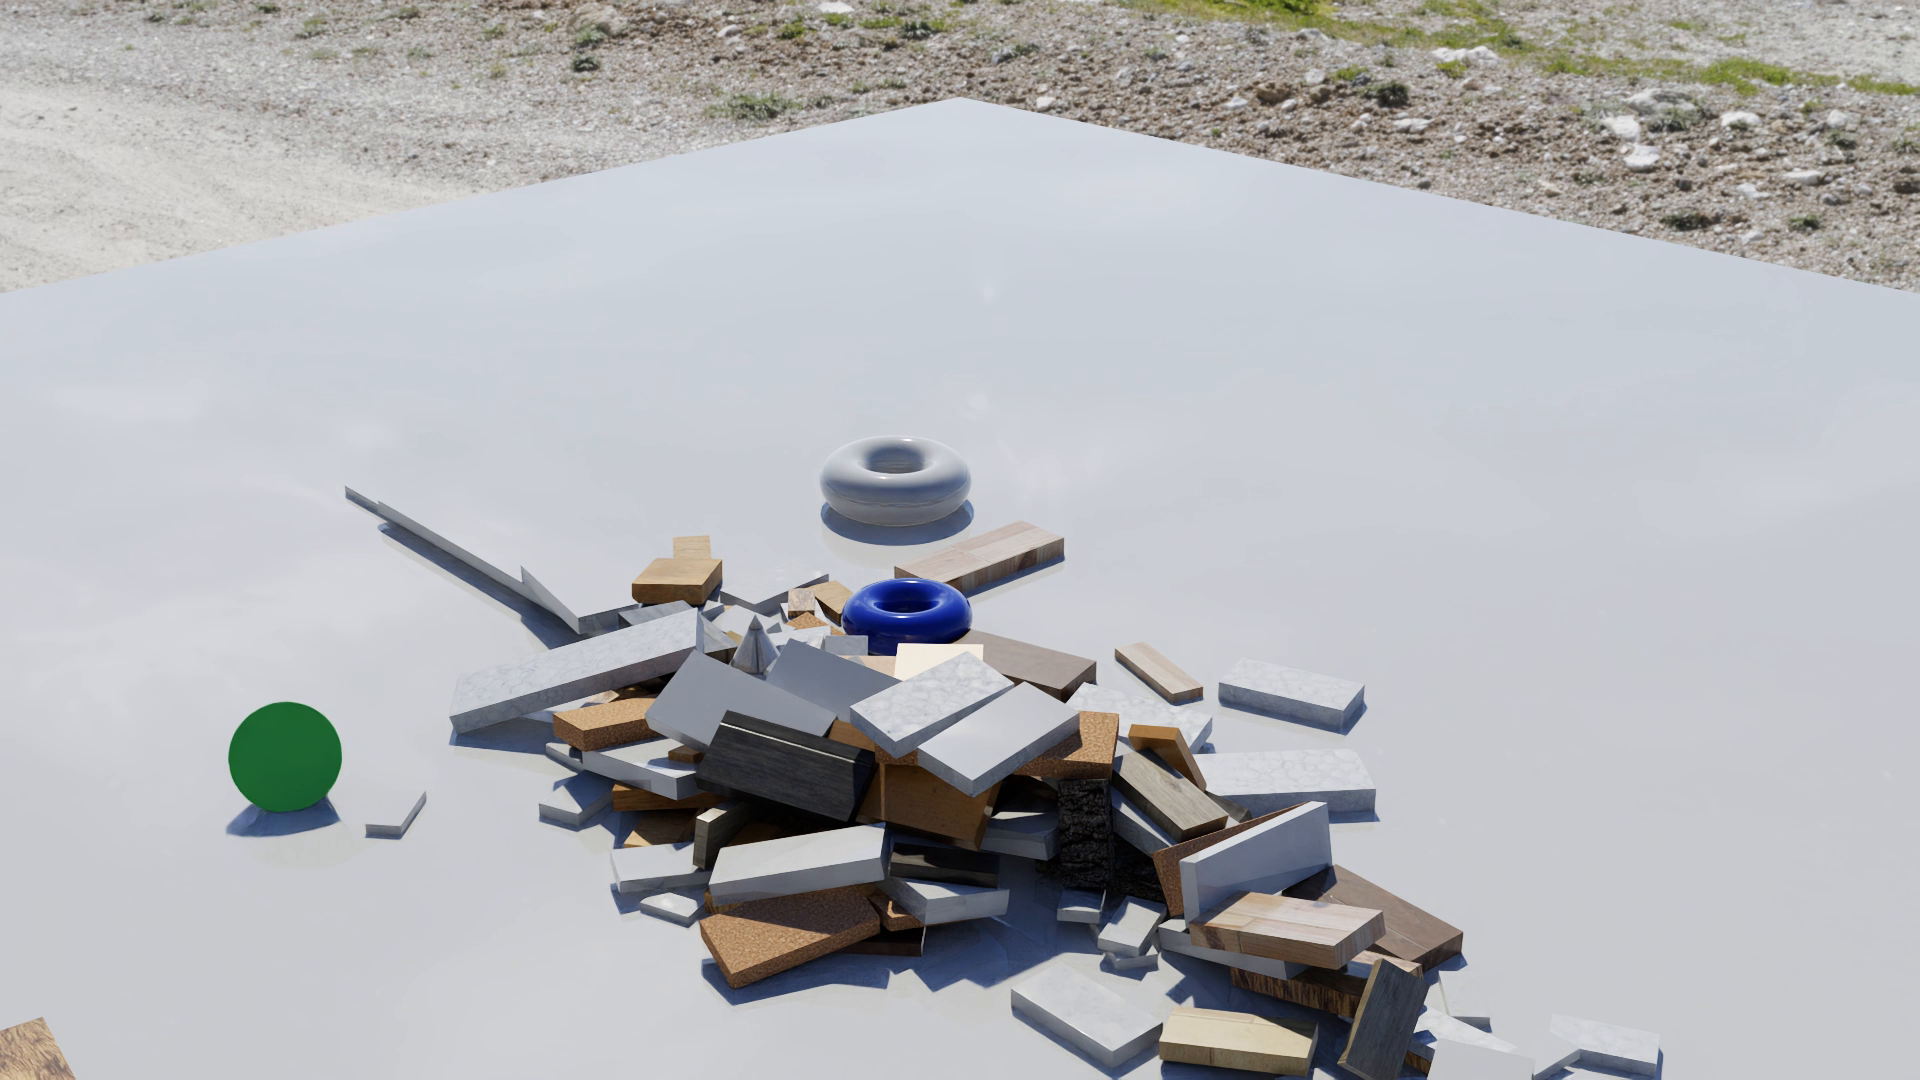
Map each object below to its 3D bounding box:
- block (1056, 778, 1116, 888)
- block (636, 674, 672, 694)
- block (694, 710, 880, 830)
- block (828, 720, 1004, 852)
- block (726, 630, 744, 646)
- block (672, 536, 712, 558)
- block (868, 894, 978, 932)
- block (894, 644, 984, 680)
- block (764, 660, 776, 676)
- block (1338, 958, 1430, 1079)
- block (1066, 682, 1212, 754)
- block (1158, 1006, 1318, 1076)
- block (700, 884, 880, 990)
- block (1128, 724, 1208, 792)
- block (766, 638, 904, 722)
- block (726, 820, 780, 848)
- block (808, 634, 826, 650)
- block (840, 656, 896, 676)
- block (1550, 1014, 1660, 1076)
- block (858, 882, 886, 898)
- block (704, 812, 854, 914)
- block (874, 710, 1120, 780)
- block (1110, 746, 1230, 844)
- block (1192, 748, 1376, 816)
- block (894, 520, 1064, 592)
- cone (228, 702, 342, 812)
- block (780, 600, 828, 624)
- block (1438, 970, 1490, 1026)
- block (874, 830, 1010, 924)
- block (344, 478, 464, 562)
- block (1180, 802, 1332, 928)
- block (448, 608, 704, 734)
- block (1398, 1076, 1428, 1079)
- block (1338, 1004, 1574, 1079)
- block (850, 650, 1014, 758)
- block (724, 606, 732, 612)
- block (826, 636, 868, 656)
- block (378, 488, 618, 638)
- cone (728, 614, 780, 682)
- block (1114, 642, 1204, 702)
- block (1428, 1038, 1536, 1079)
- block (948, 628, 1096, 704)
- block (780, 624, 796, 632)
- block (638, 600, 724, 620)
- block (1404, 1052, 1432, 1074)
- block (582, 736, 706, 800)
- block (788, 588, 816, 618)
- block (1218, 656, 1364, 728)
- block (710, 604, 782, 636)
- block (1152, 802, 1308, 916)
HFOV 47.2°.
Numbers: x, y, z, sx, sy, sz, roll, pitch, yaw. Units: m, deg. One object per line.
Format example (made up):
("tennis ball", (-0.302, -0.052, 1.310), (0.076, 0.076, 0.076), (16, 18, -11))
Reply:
("block", (0.237, 0.549, 4.128), (0.099, 0.199, 0.028), (-5, -3, 31))
("block", (-0.655, 0.286, 4.928), (0.161, 0.046, 0.322), (-13, 24, -38))
("block", (-0.333, 0.445, 4.245), (0.318, 0.045, 0.159), (14, 56, 15))
("block", (-0.106, 0.474, 4.262), (0.353, 0.050, 0.176), (11, 64, 19))
("block", (-0.525, 0.241, 5.015), (0.064, 0.018, 0.128), (-38, 19, -14))
("block", (-0.686, 0.039, 5.635), (0.095, 0.027, 0.190), (-3, 23, -7))
("block", (-0.068, 0.679, 4.057), (0.190, 0.027, 0.095), (-2, 16, -32))
("block", (-0.044, 0.346, 4.710), (0.184, 0.184, 0.184), (1, 23, 2))
("block", (-0.260, 0.379, 4.576), (0.360, 0.013, 0.046), (40, 35, 0))
("block", (0.703, 0.802, 3.643), (0.095, 0.027, 0.191), (30, 65, -8))
("block", (0.372, 0.398, 4.732), (0.304, 0.043, 0.152), (13, 33, 25))
("block", (0.469, 0.841, 3.696), (0.247, 0.035, 0.123), (3, 17, 17))
("block", (-0.307, 0.700, 3.980), (0.291, 0.041, 0.145), (-18, 40, -22))
("block", (0.409, 0.434, 4.324), (0.099, 0.199, 0.028), (2, 52, 29))
("block", (-0.188, 0.352, 4.409), (0.446, 0.050, 0.176), (19, 67, 22))
("block", (-0.402, 0.583, 4.228), (0.061, 0.017, 0.122), (10, 28, 23))
("block", (-0.330, 0.365, 4.633), (0.031, 0.111, 0.382), (3, 39, 7))
("block", (-0.216, 0.355, 4.719), (0.159, 0.159, 0.159), (1, 23, 1))
("block", (1.088, 0.853, 3.719), (0.177, 0.025, 0.089), (8, 24, 18))
("block", (-0.186, 0.656, 4.180), (0.095, 0.027, 0.190), (18, 29, 36))
("block", (-0.343, 0.623, 4.214), (0.161, 0.046, 0.321), (9, 27, 20))
("block", (0.073, 0.381, 4.238), (0.452, 0.045, 0.159), (4, 32, 8))
("block", (0.387, 0.483, 4.174), (0.117, 0.033, 0.235), (-12, 36, -36))
("block", (0.642, 0.499, 4.523), (0.386, 0.049, 0.174), (-2, 23, -5))
("block", (0.052, 0.050, 5.585), (0.440, 0.046, 0.161), (-20, 30, -39))
("cone", (-1.386, 0.448, 4.577), (0.224, 0.224, 0.224), (-4, -3, -9))
("block", (-0.370, 0.195, 5.270), (0.089, 0.025, 0.178), (-6, 24, -14))
("block", (0.881, 0.802, 3.846), (0.068, 0.019, 0.137), (1, 23, 3))
("block", (-0.074, 0.621, 4.132), (0.174, 0.049, 0.348), (-2, 16, -31))
("block", (-1.190, 0.052, 5.605), (0.089, 0.025, 1.401), (-20, 30, -38))
("block", (0.551, 0.596, 4.058), (0.035, 0.123, 0.418), (1, 10, 43))
("block", (-0.836, 0.285, 4.815), (0.559, 0.048, 0.168), (-16, 28, 3))
("block", (0.751, 0.921, 3.565), (0.068, 0.019, 0.137), (-1, 23, -3))
("block", (0.865, 0.854, 3.608), (0.095, 0.027, 0.539), (-21, 27, -38))
("block", (-0.052, 0.317, 4.263), (0.291, 0.041, 0.145), (-24, 39, -32))
("block", (-0.567, 0.186, 5.263), (0.054, 0.015, 0.107), (1, 23, 5))
("block", (-0.252, 0.298, 4.884), (0.095, 0.027, 0.190), (1, 53, -4))
("block", (-1.108, 0.066, 5.495), (0.126, 0.036, 1.187), (-19, 30, -38))
("cone", (-0.435, 0.286, 4.728), (0.280, 0.280, 0.280), (0, 23, 0))
("block", (0.452, 0.300, 5.024), (0.081, 0.023, 0.261), (-11, 25, -24))
("block", (0.722, 0.988, 3.256), (0.152, 0.043, 0.647), (9, 33, 20))
("block", (0.123, 0.290, 5.016), (0.336, 0.048, 0.168), (13, 26, 29))
("block", (-0.468, 0.223, 5.137), (0.181, 0.026, 0.090), (13, 40, 45))
("block", (-0.691, 0.170, 5.267), (0.251, 0.036, 0.126), (10, 24, 44))
("block", (1.001, 0.931, 3.457), (0.089, 0.025, 0.900), (-20, 26, -36))
("block", (-0.606, 0.454, 4.456), (0.161, 0.046, 0.322), (-13, 16, -42))
("block", (-0.383, 0.152, 5.316), (0.064, 0.018, 0.128), (-1, 23, -3))
("block", (0.740, 0.338, 4.912), (0.291, 0.041, 0.145), (12, 26, 26))
("block", (-0.506, 0.204, 5.138), (0.091, 0.026, 0.182), (-34, 31, -29))
("block", (0.530, 0.592, 4.111), (0.458, 0.117, 0.033), (-9, -12, -46))
